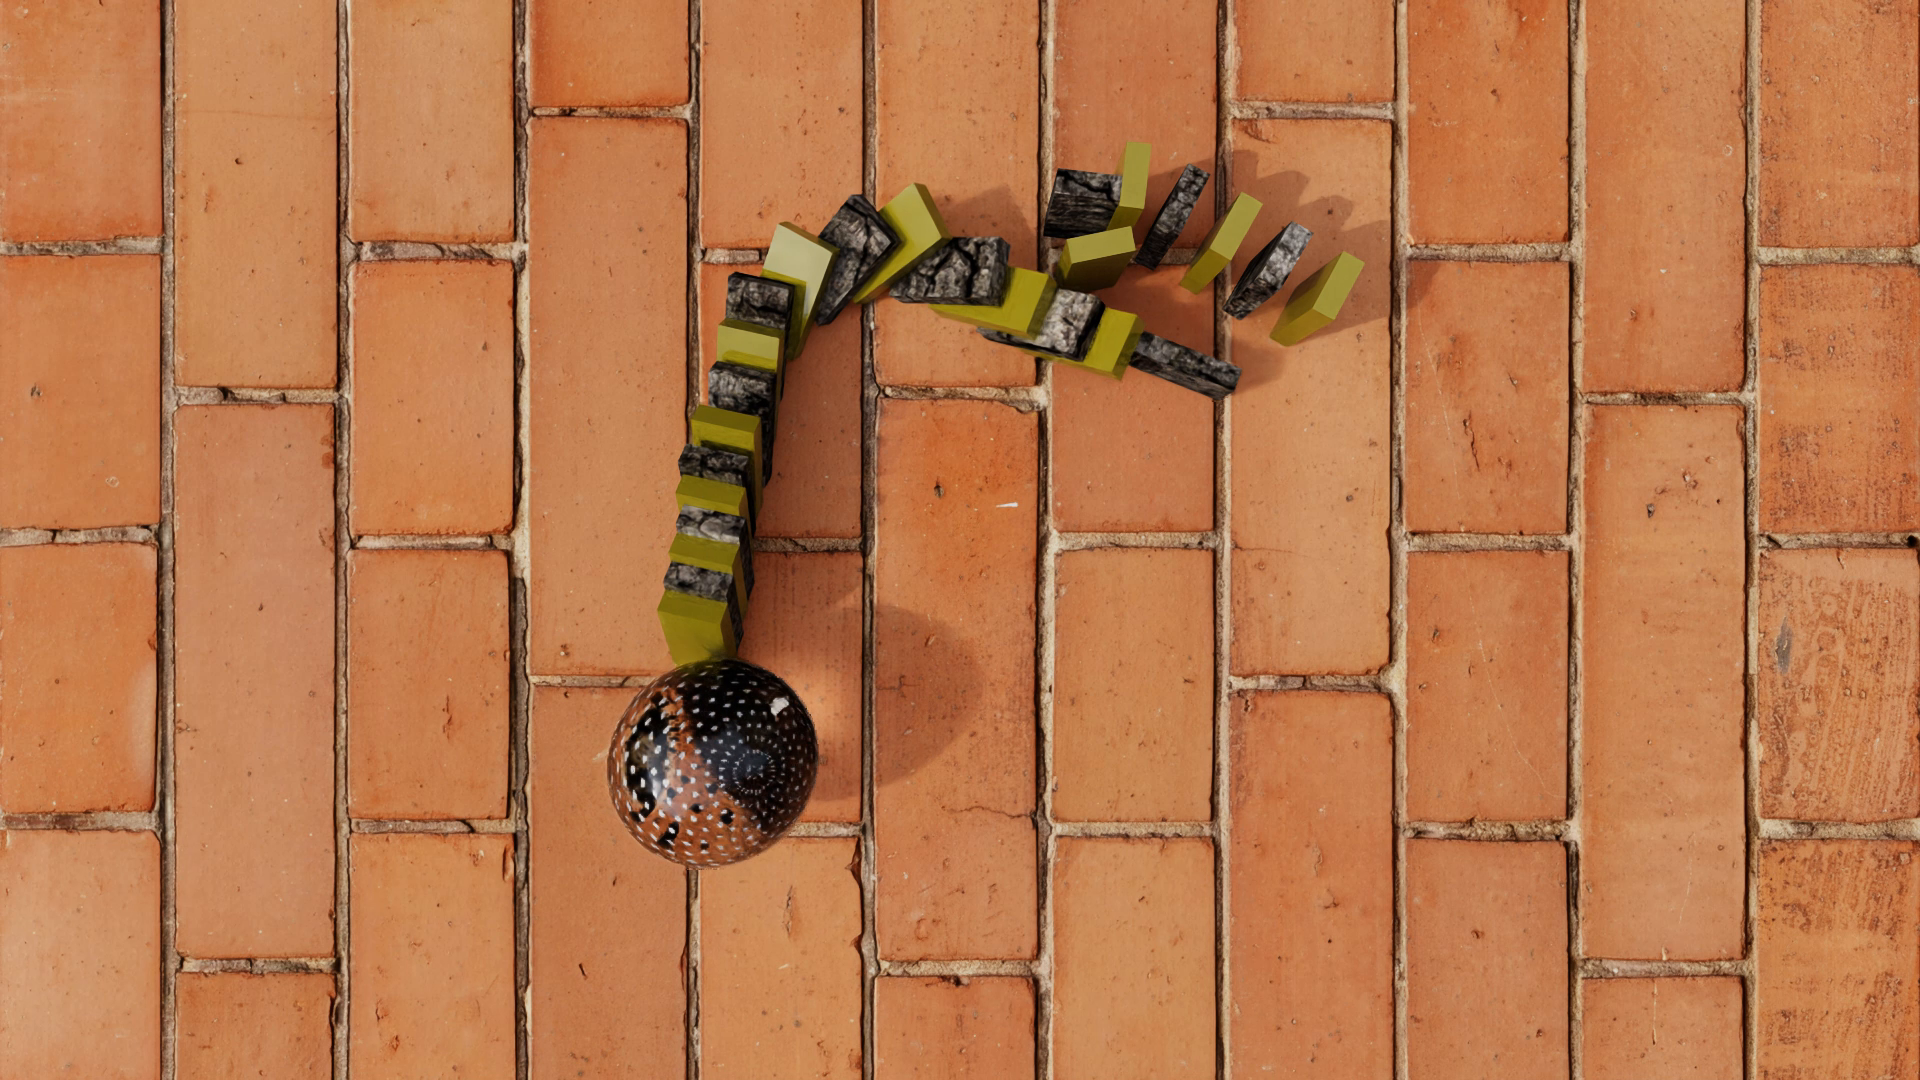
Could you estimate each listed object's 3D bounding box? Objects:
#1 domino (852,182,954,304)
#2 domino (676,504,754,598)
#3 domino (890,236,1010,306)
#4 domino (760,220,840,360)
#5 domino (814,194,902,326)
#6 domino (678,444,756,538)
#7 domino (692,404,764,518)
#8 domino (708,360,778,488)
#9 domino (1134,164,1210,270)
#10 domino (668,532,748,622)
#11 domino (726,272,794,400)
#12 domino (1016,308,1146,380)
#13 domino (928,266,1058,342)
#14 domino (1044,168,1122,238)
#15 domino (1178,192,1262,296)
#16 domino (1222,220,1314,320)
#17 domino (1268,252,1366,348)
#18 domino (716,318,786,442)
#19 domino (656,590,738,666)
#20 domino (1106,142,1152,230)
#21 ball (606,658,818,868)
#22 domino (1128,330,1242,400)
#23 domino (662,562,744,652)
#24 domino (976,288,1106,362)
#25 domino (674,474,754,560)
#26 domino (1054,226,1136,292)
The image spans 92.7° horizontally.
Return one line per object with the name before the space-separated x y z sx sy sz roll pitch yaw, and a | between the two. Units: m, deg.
domino | -0.030 -0.123 0.383 0.050 0.010 0.025 -28 89 32
domino | -0.100 0.006 0.377 0.025 0.050 0.009 12 56 0
domino | -0.005 -0.112 0.383 0.050 0.009 0.025 11 90 33
domino | -0.071 -0.104 0.384 0.025 0.009 0.050 28 119 1
domino | -0.050 -0.116 0.383 0.050 0.009 0.025 -40 89 31
domino | -0.099 -0.018 0.377 0.025 0.050 0.010 12 55 0
domino | -0.095 -0.031 0.378 0.025 0.050 0.010 12 48 0
domino | -0.091 -0.047 0.381 0.025 0.009 0.050 12 126 0
domino | 0.086 -0.131 0.375 0.009 0.050 0.025 27 90 0
domino | -0.102 0.017 0.377 0.025 0.050 0.010 13 56 0
domino | -0.085 -0.084 0.384 0.025 0.010 0.050 13 118 0
domino | 0.049 -0.085 0.382 0.050 0.010 0.025 25 92 35
domino | 0.013 -0.102 0.383 0.050 0.009 0.025 22 90 30
domino | 0.049 -0.136 0.375 0.025 0.050 0.009 7 90 0
domino | 0.106 -0.120 0.375 0.009 0.050 0.025 30 90 0
domino | 0.125 -0.109 0.375 0.010 0.050 0.025 31 90 0
domino | 0.145 -0.097 0.375 0.009 0.050 0.025 29 90 0
domino | -0.088 -0.065 0.383 0.025 0.009 0.050 12 121 0
domino | -0.107 0.040 0.377 0.025 0.050 0.009 13 56 0
domino | 0.067 -0.140 0.375 0.009 0.050 0.025 7 90 0
ball | -0.096 0.087 0.360 0.080 0.080 0.080 0 90 0
domino | 0.091 -0.075 0.388 0.050 0.025 0.009 21 90 0
domino | -0.105 0.028 0.377 0.025 0.050 0.009 12 56 0
domino | 0.033 -0.092 0.382 0.050 0.009 0.025 22 90 35
domino | -0.100 -0.006 0.377 0.025 0.050 0.010 12 56 0
domino | 0.054 -0.113 0.375 0.025 0.050 0.009 -12 90 0
